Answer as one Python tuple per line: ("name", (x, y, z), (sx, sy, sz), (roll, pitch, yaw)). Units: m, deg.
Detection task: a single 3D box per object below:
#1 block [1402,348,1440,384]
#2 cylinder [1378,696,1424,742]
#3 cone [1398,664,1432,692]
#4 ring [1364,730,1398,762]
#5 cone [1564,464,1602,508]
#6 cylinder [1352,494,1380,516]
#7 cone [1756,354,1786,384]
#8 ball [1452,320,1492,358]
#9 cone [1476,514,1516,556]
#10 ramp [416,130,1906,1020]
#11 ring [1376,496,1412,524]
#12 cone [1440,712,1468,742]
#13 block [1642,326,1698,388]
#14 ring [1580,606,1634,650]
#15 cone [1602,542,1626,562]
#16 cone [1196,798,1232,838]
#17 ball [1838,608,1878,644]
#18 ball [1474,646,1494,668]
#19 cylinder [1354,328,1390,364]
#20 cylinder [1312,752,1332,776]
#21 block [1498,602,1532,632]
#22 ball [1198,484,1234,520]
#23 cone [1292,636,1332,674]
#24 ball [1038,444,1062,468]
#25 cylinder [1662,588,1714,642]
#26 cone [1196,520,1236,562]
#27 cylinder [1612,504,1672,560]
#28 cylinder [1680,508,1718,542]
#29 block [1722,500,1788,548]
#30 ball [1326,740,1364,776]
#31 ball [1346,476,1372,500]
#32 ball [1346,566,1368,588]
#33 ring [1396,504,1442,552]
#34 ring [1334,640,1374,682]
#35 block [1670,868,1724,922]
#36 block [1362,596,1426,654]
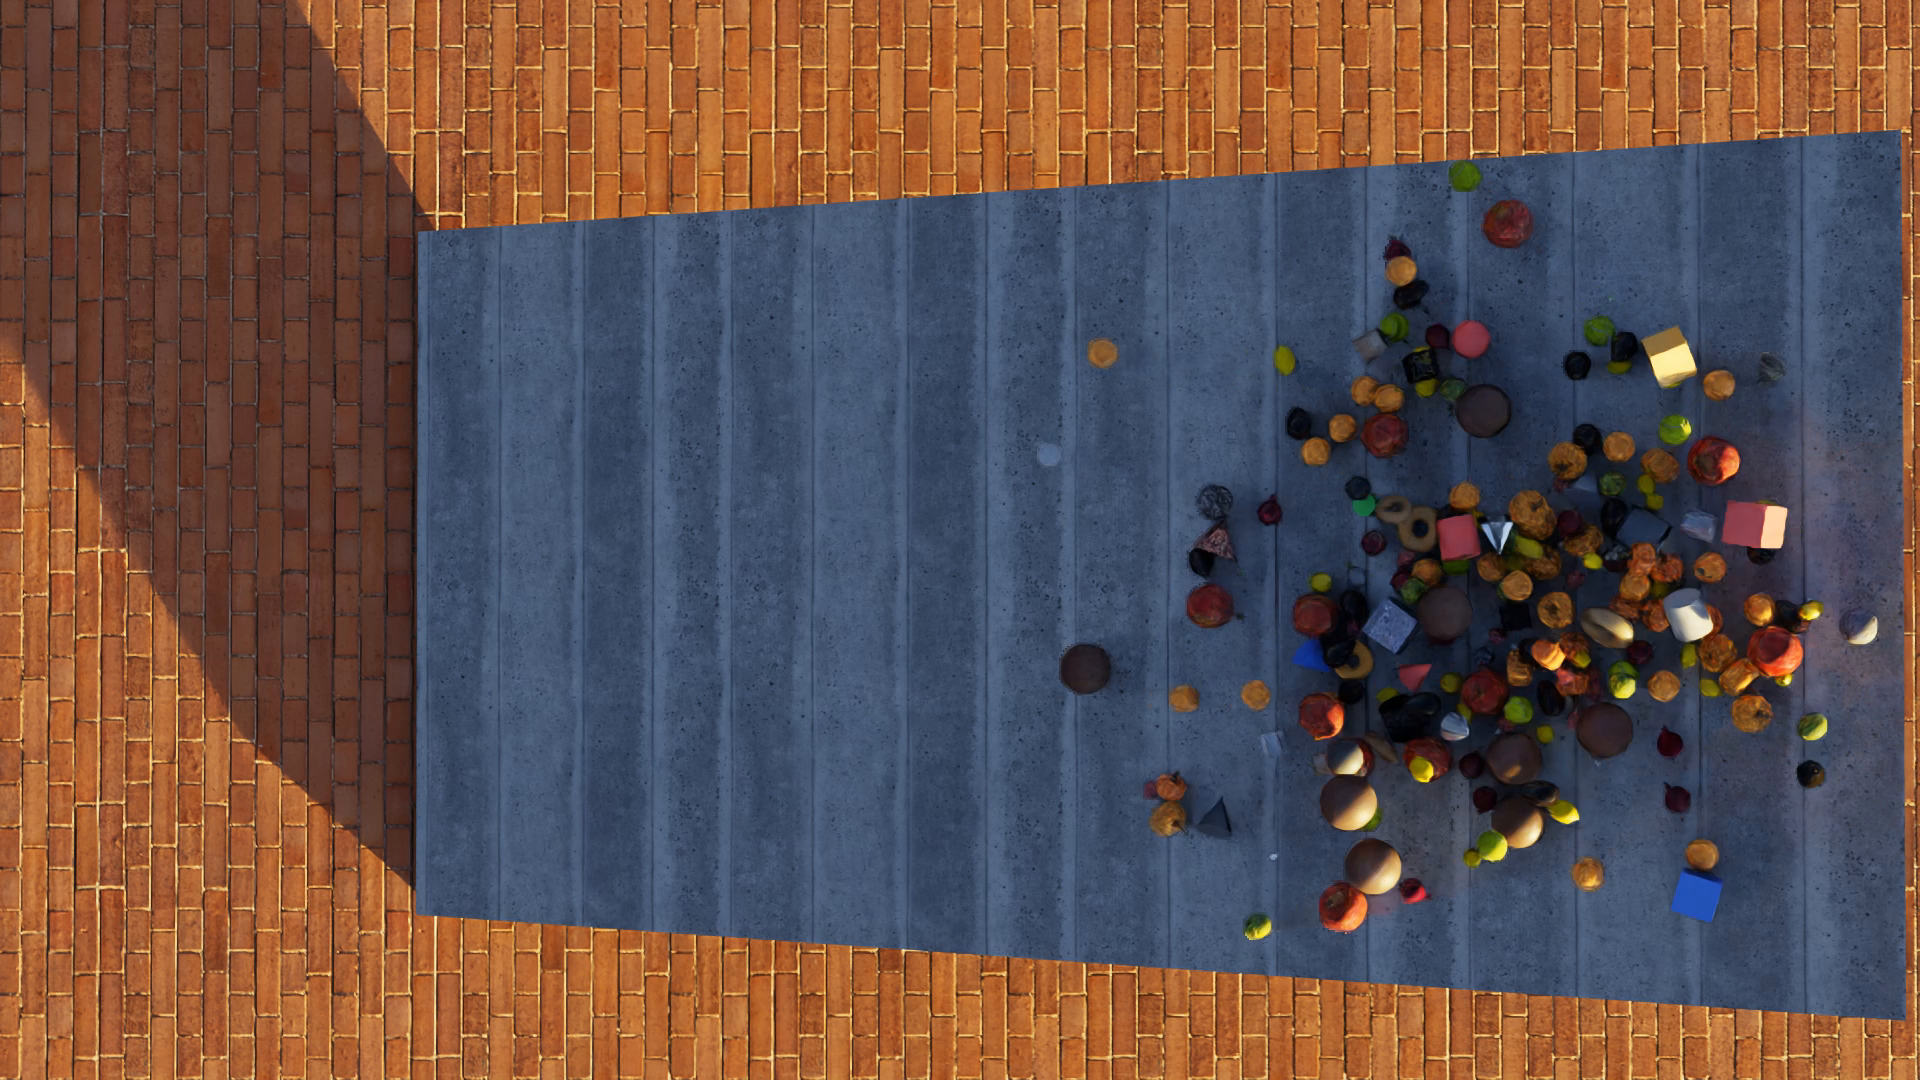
("block", (1.097, -0.414, 5.235), (0.060, 0.060, 0.060), (-13, 81, -10))
("cylinder", (1.063, 0.431, 5.297), (0.083, 0.083, 0.083), (-27, 106, 0))
("cone", (1.105, 0.313, 5.272), (0.075, 0.075, 0.075), (51, 131, 1))
("ring", (1.019, 0.501, 5.323), (0.098, 0.098, 0.033), (43, 89, 0))
("cone", (1.477, -0.139, 5.174), (0.092, 0.092, 0.092), (22, 70, 0))
("cylinder", (0.992, -0.086, 5.361), (0.057, 0.057, 0.057), (0, 89, 22))
("cone", (1.843, -0.378, 5.030), (0.065, 0.065, 0.065), (32, 127, 0))
("ball", (1.222, -0.479, 5.254), (0.092, 0.092, 0.092), (0, 89, 0))
("cone", (1.267, -0.009, 5.182), (0.095, 0.095, 0.095), (-5, 91, 0))
("ramp", (0.283, 0.086, 5.732), (4.000, 0.100, 2.000), (0, 89, 22))
("ring", (1.048, -0.073, 5.316), (0.088, 0.029, 0.088), (-10, 46, 10))
("cone", (1.177, 0.449, 5.165), (0.072, 0.072, 0.072), (-3, 103, -15))
("block", (1.628, -0.420, 5.049), (0.087, 0.087, 0.087), (-21, 119, 15))
("ring", (1.495, 0.202, 5.081), (0.134, 0.134, 0.045), (37, 72, 0))
("cone", (1.502, 0.036, 5.073), (0.051, 0.051, 0.051), (-24, 89, -4))
("cone", (0.645, 0.685, 5.500), (0.093, 0.093, 0.093), (17, 67, 0))
("ball", (2.014, 0.194, 4.930), (0.081, 0.081, 0.081), (0, 89, 0))
("ball", (1.253, 0.280, 5.255), (0.050, 0.050, 0.050), (0, 89, 0))
("cylinder", (1.003, -0.475, 5.357), (0.065, 0.065, 0.065), (-33, 89, 19))
("cylinder", (0.892, 0.548, 5.397), (0.052, 0.052, 0.052), (-13, 84, 0))
("block", (1.320, 0.183, 5.224), (0.060, 0.060, 0.060), (-11, 85, 22))
("ball", (0.638, -0.095, 5.488), (0.088, 0.088, 0.088), (0, 89, 0))
("cone", (0.883, 0.300, 5.410), (0.090, 0.090, 0.090), (42, 89, -7))
("ball", (0.232, -0.218, 5.670), (0.060, 0.060, 0.060), (0, 89, 0))
("cylinder", (1.650, 0.169, 4.985), (0.087, 0.087, 0.087), (-27, 109, 0))
("cone", (0.657, 0.019, 5.489), (0.099, 0.099, 0.099), (-44, 92, 0))
("cylinder", (1.582, -0.018, 5.097), (0.096, 0.096, 0.096), (35, 89, 22))
("cylinder", (1.701, -0.034, 5.057), (0.063, 0.063, 0.063), (21, 89, 31))
("block", (1.779, -0.034, 4.925), (0.094, 0.094, 0.094), (0, 98, -42))
("ball", (0.913, 0.516, 5.214), (0.086, 0.086, 0.086), (0, 89, 0))
("ball", (0.963, -0.124, 5.311), (0.060, 0.060, 0.060), (0, 89, 0))
("ball", (0.969, 0.090, 5.372), (0.050, 0.050, 0.050), (0, 89, 0))
("ring", (1.114, -0.027, 5.321), (0.117, 0.039, 0.117), (0, 89, 22))
("ring", (0.962, 0.296, 5.381), (0.100, 0.033, 0.100), (0, 89, 24))
("block", (1.693, 0.814, 5.047), (0.091, 0.091, 0.091), (16, 95, 21))
("block", (1.048, 0.206, 5.313), (0.098, 0.098, 0.098), (38, 103, 18))
